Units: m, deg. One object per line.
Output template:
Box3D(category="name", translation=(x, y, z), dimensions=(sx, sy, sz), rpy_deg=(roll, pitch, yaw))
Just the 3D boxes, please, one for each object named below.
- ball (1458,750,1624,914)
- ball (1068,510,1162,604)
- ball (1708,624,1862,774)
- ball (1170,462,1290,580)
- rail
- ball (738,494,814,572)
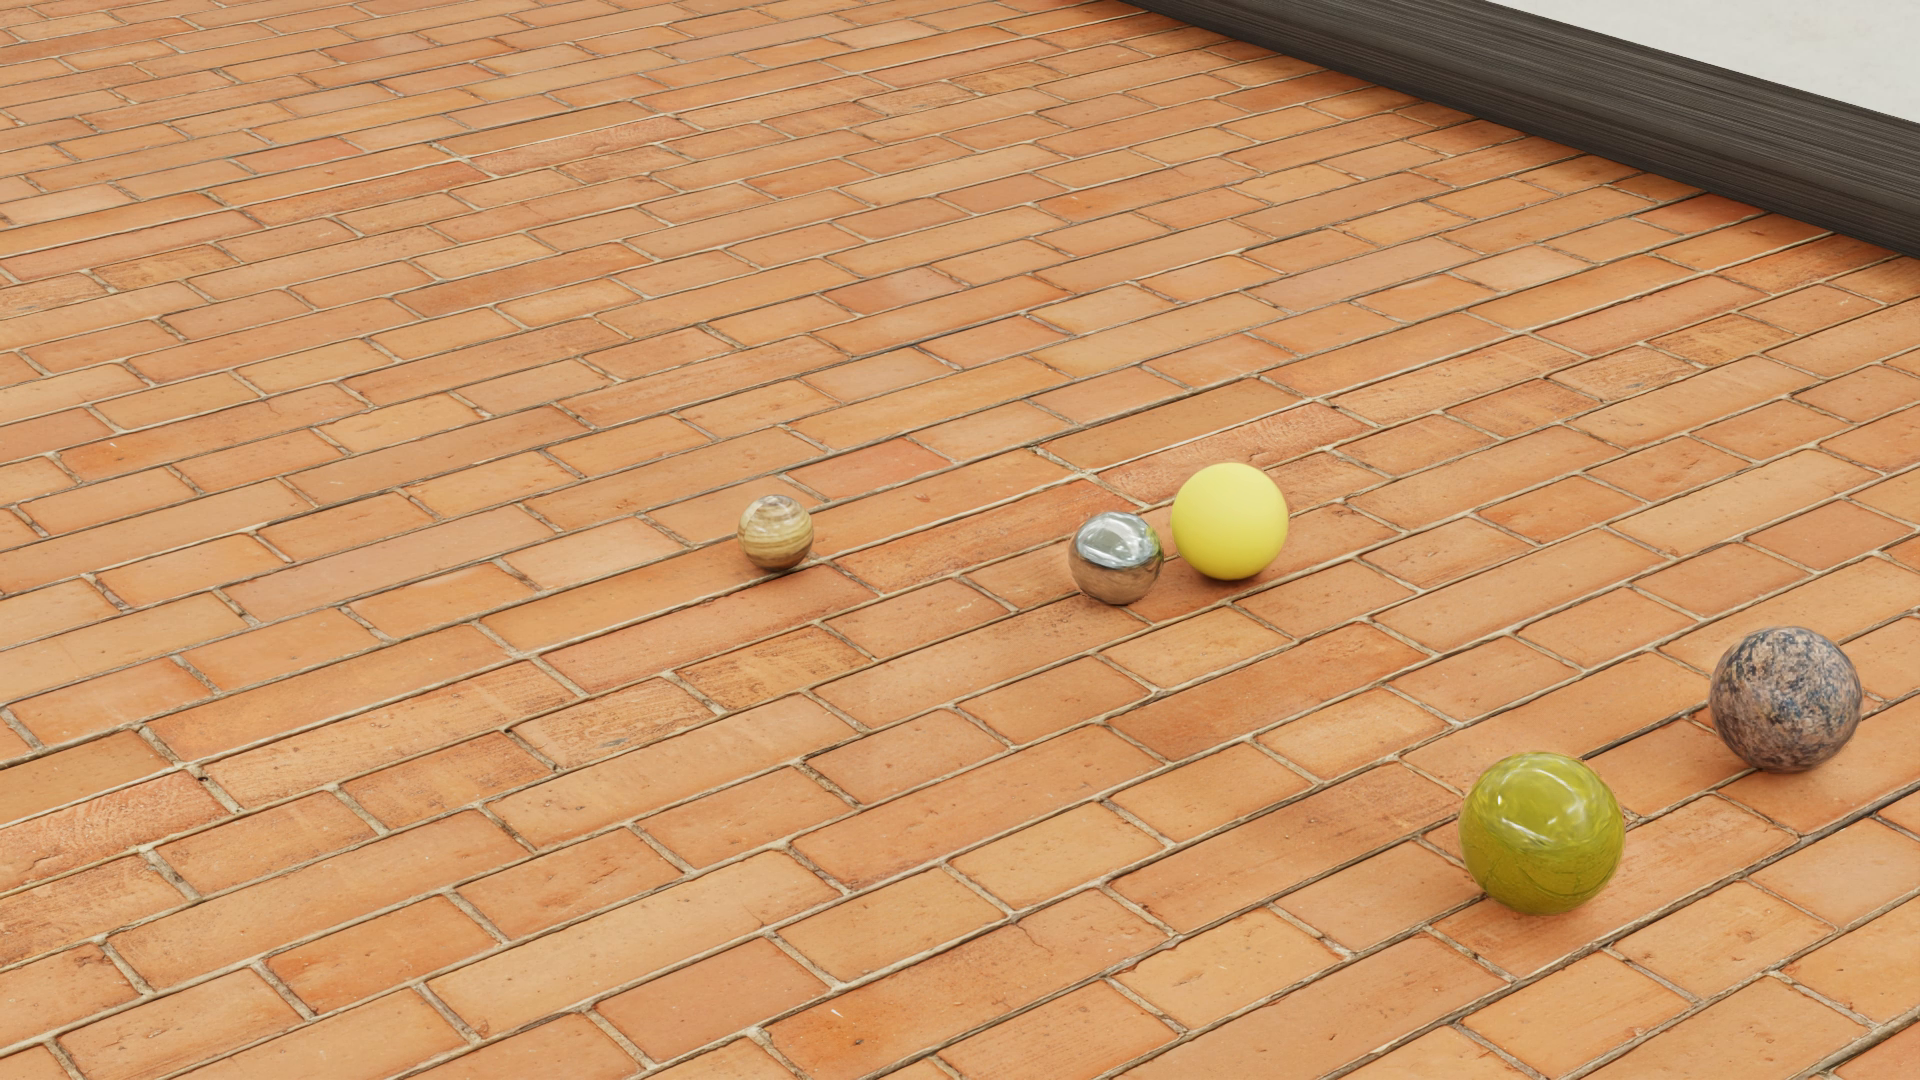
Box3D(category="ball", translation=(0.341, 0.171, 1.725), dimensions=(0.096, 0.096, 0.096), rpy_deg=(0, 25, 0))
Box3D(category="ball", translation=(0.111, 0.012, 2.094), dimensions=(0.067, 0.067, 0.067), rpy_deg=(0, 25, 0))
Box3D(category="ball", translation=(0.526, 0.101, 1.875), dimensions=(0.094, 0.094, 0.094), rpy_deg=(0, 25, 0))
Box3D(category="ball", translation=(0.195, -0.013, 2.126), dimensions=(0.085, 0.085, 0.085), rpy_deg=(0, 25, 0))
Box3D(category="rail", translation=(0.251, -0.665, 3.448), dimensions=(0.045, 0.125, 4.130), rpy_deg=(-18, 31, -33))
Box3D(category="ball", translation=(-0.134, -0.005, 2.143), dimensions=(0.056, 0.056, 0.056), rpy_deg=(0, 25, 0))
